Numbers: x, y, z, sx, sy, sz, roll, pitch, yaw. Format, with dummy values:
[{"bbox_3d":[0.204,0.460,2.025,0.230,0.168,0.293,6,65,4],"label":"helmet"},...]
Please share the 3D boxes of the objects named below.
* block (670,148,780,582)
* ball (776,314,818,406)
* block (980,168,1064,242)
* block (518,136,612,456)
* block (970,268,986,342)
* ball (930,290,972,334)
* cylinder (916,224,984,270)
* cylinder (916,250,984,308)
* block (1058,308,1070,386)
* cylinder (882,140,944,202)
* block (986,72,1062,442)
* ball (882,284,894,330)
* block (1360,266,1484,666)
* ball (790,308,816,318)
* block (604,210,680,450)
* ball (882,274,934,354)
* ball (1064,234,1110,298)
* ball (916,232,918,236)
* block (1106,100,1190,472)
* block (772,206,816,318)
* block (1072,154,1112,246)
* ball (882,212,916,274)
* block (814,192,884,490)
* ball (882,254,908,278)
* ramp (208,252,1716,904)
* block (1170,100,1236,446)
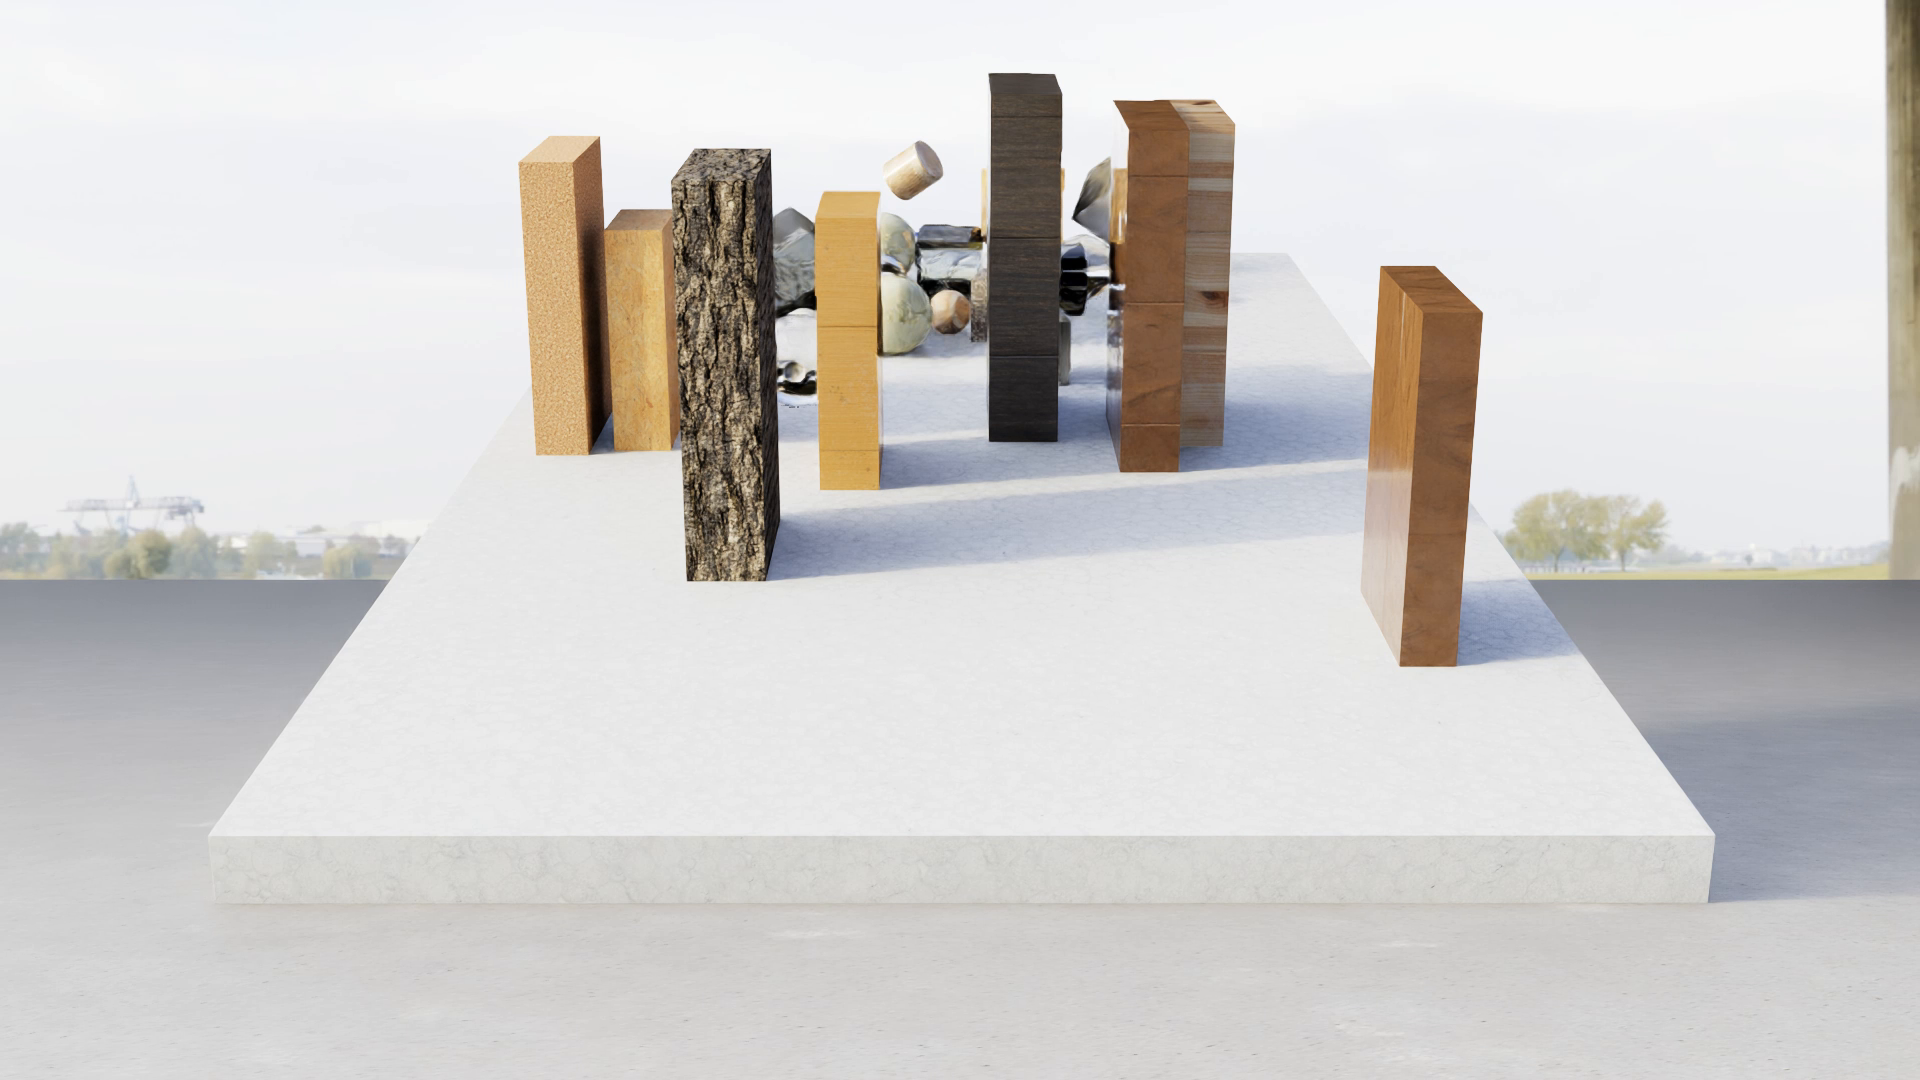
[{"bbox_3d":[-0.411,-0.318,3.994,0.139,0.704,0.361,0,18,0],"label":"block"},{"bbox_3d":[-0.365,-0.405,5.044,0.207,0.207,0.207,0,-1,0],"label":"ball"},{"bbox_3d":[0.175,-0.948,6.356,0.210,0.210,0.210,0,10,-6],"label":"block"},{"bbox_3d":[-0.832,-0.525,4.764,0.109,0.611,0.372,0,18,0],"label":"block"},{"bbox_3d":[0.122,-0.595,5.696,0.159,0.159,0.159,4,19,11],"label":"block"},{"bbox_3d":[-0.028,-0.581,5.724,0.114,0.114,0.114,0,-1,0],"label":"ball"},{"bbox_3d":[-0.029,-0.813,6.348,0.155,0.155,0.155,4,0,16],"label":"cylinder"},{"bbox_3d":[-0.025,-0.690,5.972,0.164,0.164,0.164,2,-1,5],"label":"cylinder"},{"bbox_3d":[0.173,-0.455,5.282,0.153,0.153,0.153,-2,18,-5],"label":"block"},{"bbox_3d":[-0.125,-0.983,5.973,0.117,0.117,0.117,-30,-16,28],"label":"cylinder"},{"bbox_3d":[0.135,-0.616,4.850,0.147,0.733,0.377,0,18,0],"label":"block"},{"bbox_3d":[-0.240,-0.589,5.665,0.146,0.146,0.146,0,-1,0],"label":"ball"},{"bbox_3d":[0.741,-0.127,3.632,0.090,0.572,0.356,0,18,0],"label":"block"},{"bbox_3d":[-0.381,-0.509,5.498,0.119,0.119,0.119,0,-1,0],"label":"ball"},{"bbox_3d":[-0.667,-0.448,4.761,0.118,0.468,0.248,0,18,0],"label":"block"},{"bbox_3d":[-0.163,-0.555,5.518,0.194,0.194,0.194,0,-1,0],"label":"ball"},{"bbox_3d":[0.333,-0.743,6.111,0.177,0.177,0.177,0,-1,0],"label":"ball"},{"bbox_3d":[-0.143,-0.885,6.971,0.147,0.147,0.147,0,-1,0],"label":"ball"},{"bbox_3d":[0.385,-0.537,4.673,0.119,0.694,0.445,0,18,0],"label":"block"},{"bbox_3d":[-0.446,-0.706,5.819,0.201,0.201,0.201,-34,33,-10],"label":"block"},{"bbox_3d":[0.464,-0.969,6.379,0.182,0.182,0.182,32,-32,-21],"label":"block"},{"bbox_3d":[-0.217,-0.826,6.332,0.196,0.196,0.196,0,-1,0],"label":"ball"},{"bbox_3d":[-0.220,-0.405,4.513,0.118,0.543,0.308,0,18,0],"label":"block"},{"bbox_3d":[-0.211,-0.706,6.062,0.137,0.137,0.137,0,-1,0],"label":"ball"},{"bbox_3d":[-0.004,-0.191,4.888,2.000,0.100,4.000,0,18,0],"label":"ramp"},{"bbox_3d":[0.492,-0.583,4.836,0.131,0.679,0.391,0,18,0],"label":"block"}]
